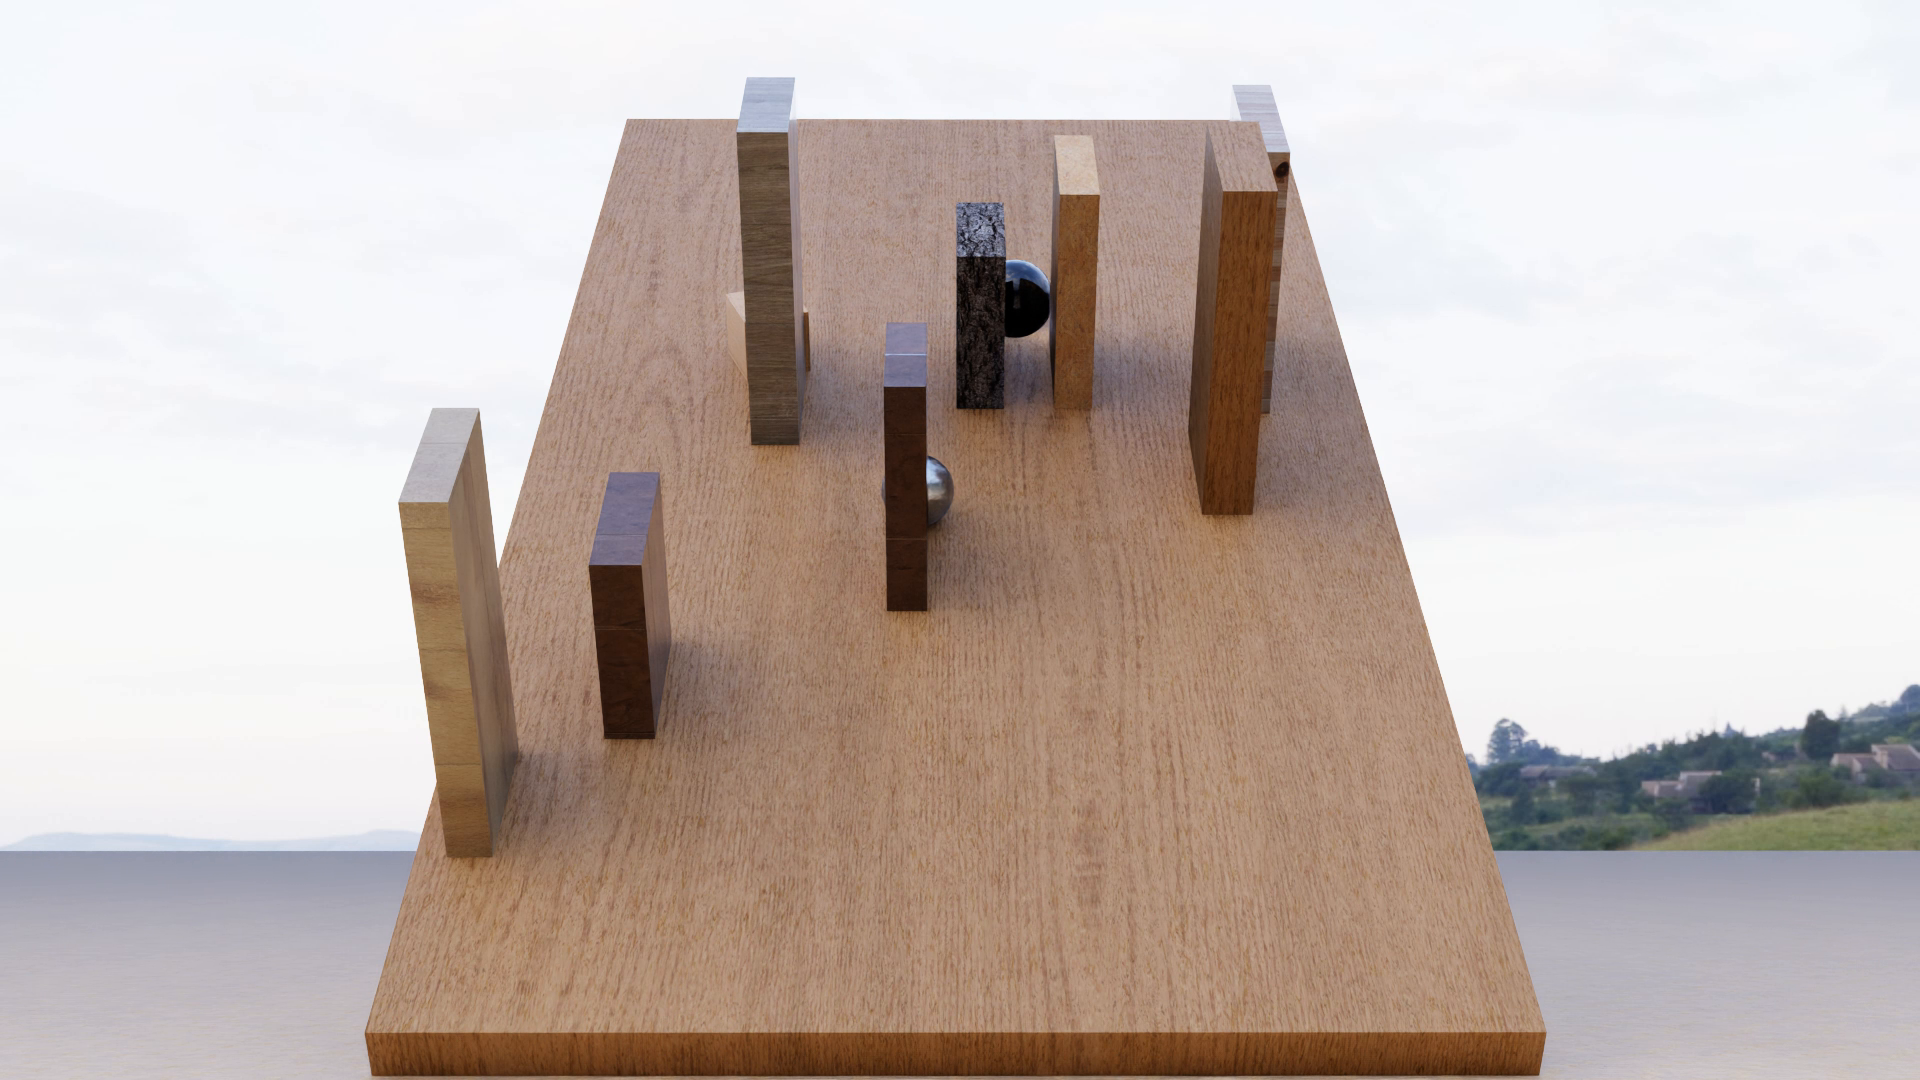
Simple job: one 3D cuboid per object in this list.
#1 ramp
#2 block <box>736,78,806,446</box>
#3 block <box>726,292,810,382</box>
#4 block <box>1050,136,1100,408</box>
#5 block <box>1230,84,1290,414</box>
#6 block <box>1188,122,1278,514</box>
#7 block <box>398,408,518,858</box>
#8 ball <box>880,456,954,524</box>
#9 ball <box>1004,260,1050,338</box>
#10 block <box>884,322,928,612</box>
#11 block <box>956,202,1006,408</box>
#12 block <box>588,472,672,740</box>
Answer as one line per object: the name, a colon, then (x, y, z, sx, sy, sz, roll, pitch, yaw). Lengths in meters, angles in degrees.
ramp: (-0.015, -0.189, 5.860, 2.000, 0.100, 4.000, 0, 32, 0)
block: (-0.439, -0.650, 5.749, 0.114, 0.796, 0.327, 0, 32, 0)
block: (-0.481, -0.520, 6.135, 0.165, 0.165, 0.165, -11, 34, -18)
block: (0.276, -0.654, 5.976, 0.093, 0.568, 0.349, 0, 32, 0)
block: (0.707, -0.708, 5.955, 0.094, 0.683, 0.414, 0, 32, 0)
block: (0.608, -0.495, 5.510, 0.115, 0.797, 0.378, 0, 32, 0)
block: (-0.906, 0.174, 4.460, 0.084, 0.768, 0.328, 0, 32, 0)
ball: (-0.095, -0.112, 5.489, 0.164, 0.164, 0.164, 0, -7, 0)
ball: (0.141, -0.617, 6.262, 0.200, 0.200, 0.200, 0, -7, 0)
block: (-0.113, -0.154, 5.198, 0.086, 0.544, 0.283, 0, 32, 0)
block: (0.049, -0.575, 5.997, 0.115, 0.409, 0.306, 0, 32, 0)
block: (-0.652, 0.129, 4.873, 0.100, 0.409, 0.344, 0, 32, 0)
